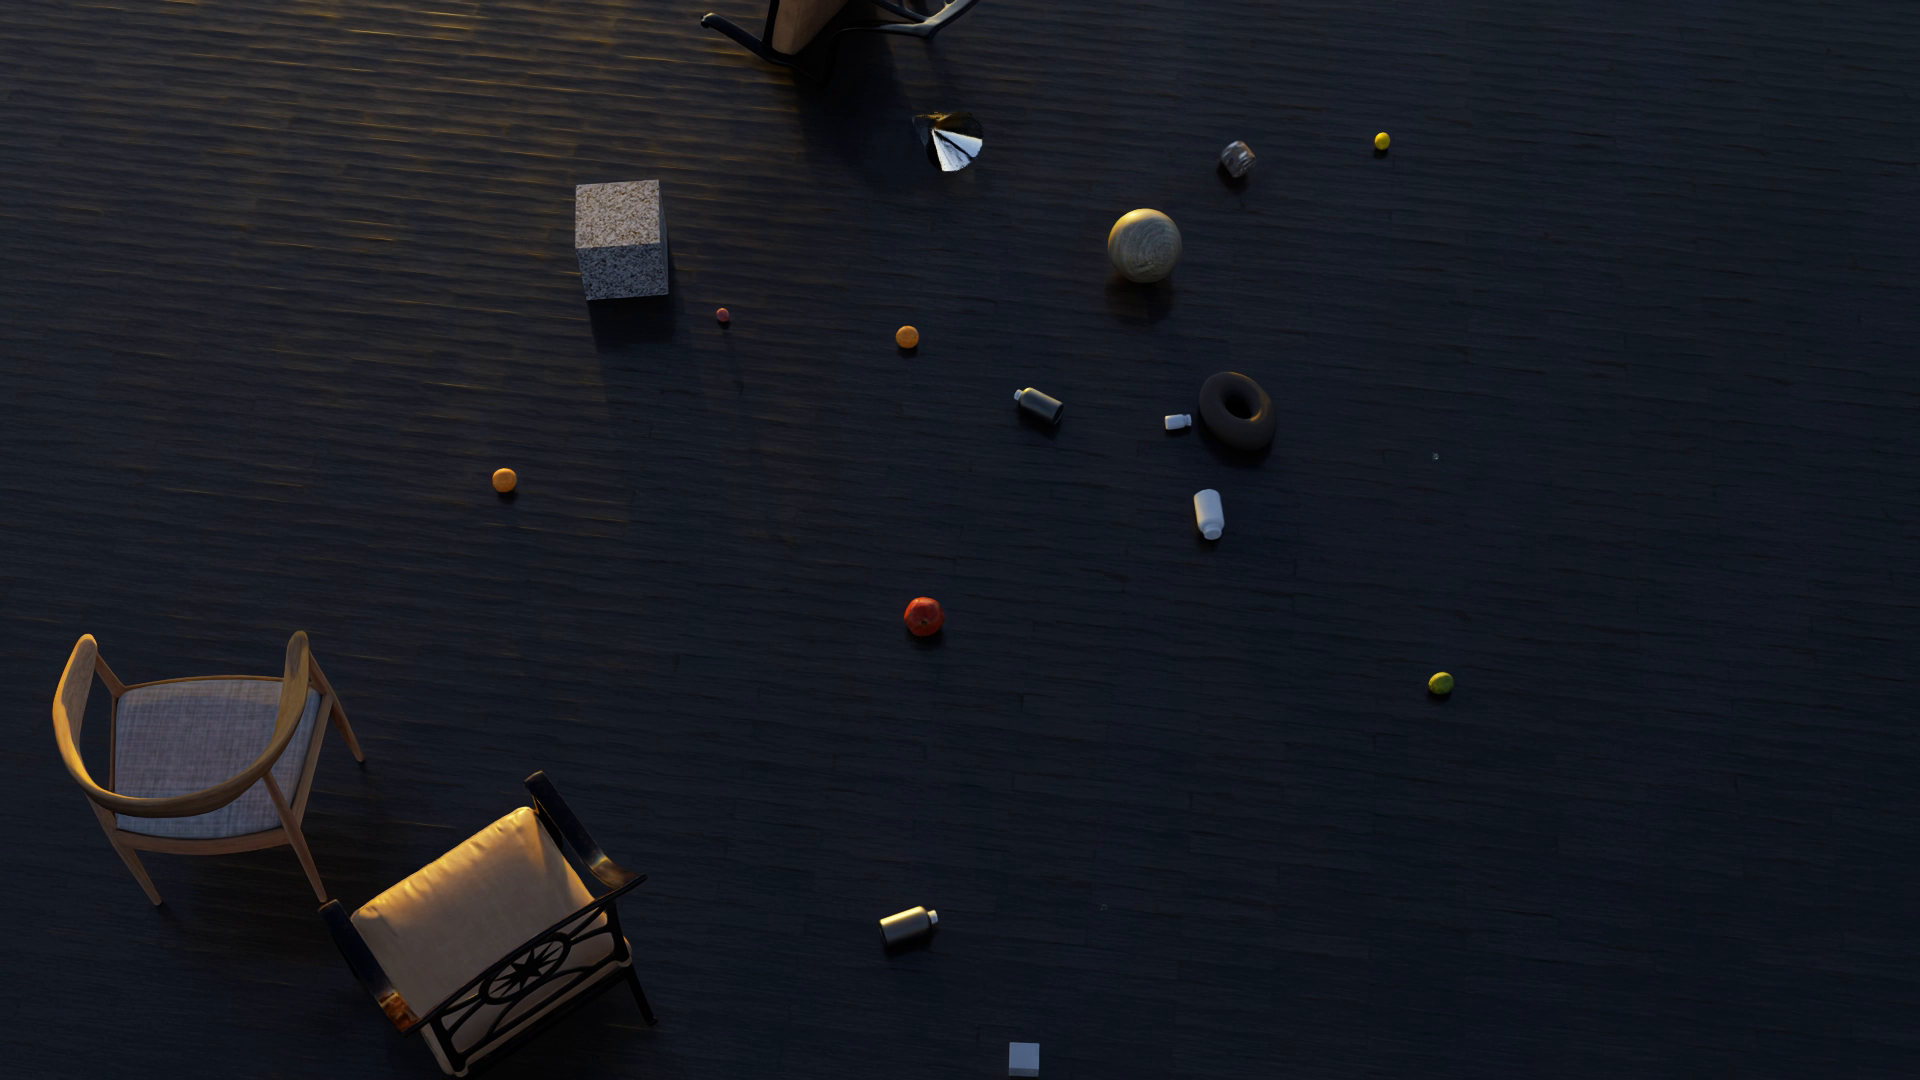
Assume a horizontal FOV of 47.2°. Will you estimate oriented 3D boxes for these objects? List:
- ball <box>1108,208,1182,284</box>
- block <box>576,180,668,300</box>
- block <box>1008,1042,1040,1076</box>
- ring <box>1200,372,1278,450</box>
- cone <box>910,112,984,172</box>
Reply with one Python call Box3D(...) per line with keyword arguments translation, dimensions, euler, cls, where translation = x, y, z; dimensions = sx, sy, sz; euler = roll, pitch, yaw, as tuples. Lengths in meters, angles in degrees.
Box3D(translation=(0.594, -0.944, 7.063), dimensions=(0.239, 0.239, 0.239), euler=(0, 56, 0), cls="ball")
Box3D(translation=(-1.085, -0.964, 7.071), dimensions=(0.263, 0.250, 0.269), euler=(-4, 56, -3), cls="block")
Box3D(translation=(0.164, 1.334, 5.645), dimensions=(0.075, 0.056, 0.068), euler=(2, 56, 1), cls="block")
Box3D(translation=(0.857, -0.398, 6.780), dimensions=(0.217, 0.103, 0.296), euler=(-22, 58, -16), cls="ring")
Box3D(translation=(-0.094, -1.393, 7.450), dimensions=(0.225, 0.203, 0.286), euler=(-11, 33, -33), cls="cone")
